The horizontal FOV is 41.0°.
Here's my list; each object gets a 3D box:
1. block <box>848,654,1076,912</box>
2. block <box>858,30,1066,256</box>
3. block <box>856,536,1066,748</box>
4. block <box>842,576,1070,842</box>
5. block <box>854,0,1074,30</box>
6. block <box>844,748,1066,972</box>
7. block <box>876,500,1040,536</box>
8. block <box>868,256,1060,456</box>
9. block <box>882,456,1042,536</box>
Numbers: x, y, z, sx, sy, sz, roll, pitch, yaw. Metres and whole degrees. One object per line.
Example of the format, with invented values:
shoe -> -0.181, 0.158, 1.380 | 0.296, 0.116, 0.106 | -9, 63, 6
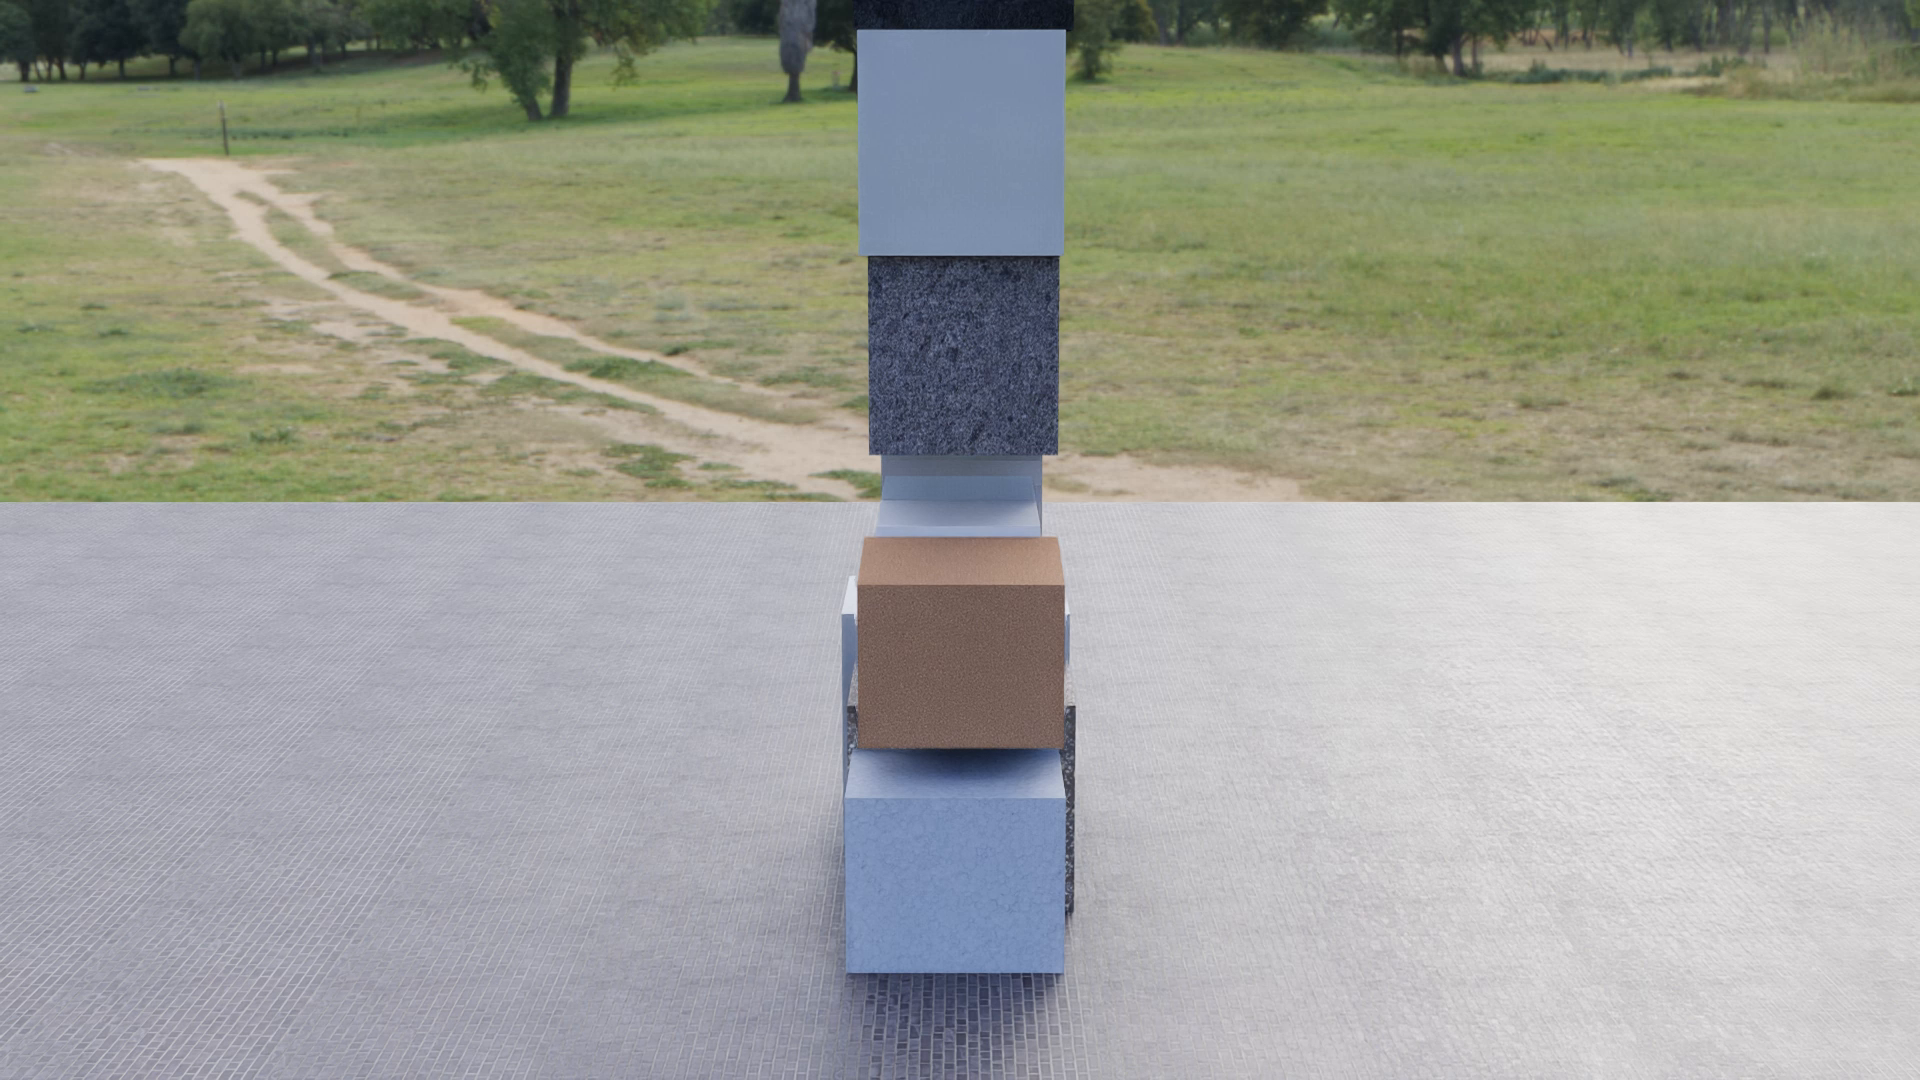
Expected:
block -> 0.006, 1.047, 11.297 | 0.957, 0.897, 0.977 | 0, 10, 0
block -> 0.006, -1.695, 10.859 | 0.838, 0.906, 0.945 | 0, 11, 0
block -> 0.004, 0.406, 10.502 | 0.816, 0.673, 0.784 | 0, 14, 0
block -> -0.019, 0.788, 12.212 | 1.040, 1.081, 0.895 | 0, 10, 0
block -> 0.014, -2.508, 10.703 | 0.889, 0.750, 0.866 | 0, 11, 0
block -> -0.019, 1.293, 10.454 | 0.864, 0.716, 0.751 | 0, 10, 0
block -> -0.008, 0.235, 11.249 | 0.696, 0.718, 0.681 | 0, 10, 0
block -> 0.015, -0.838, 11.024 | 0.790, 0.838, 0.768 | 0, 11, 0
block -> 0.008, -0.142, 11.909 | 0.723, 0.857, 0.734 | 0, 10, 0
